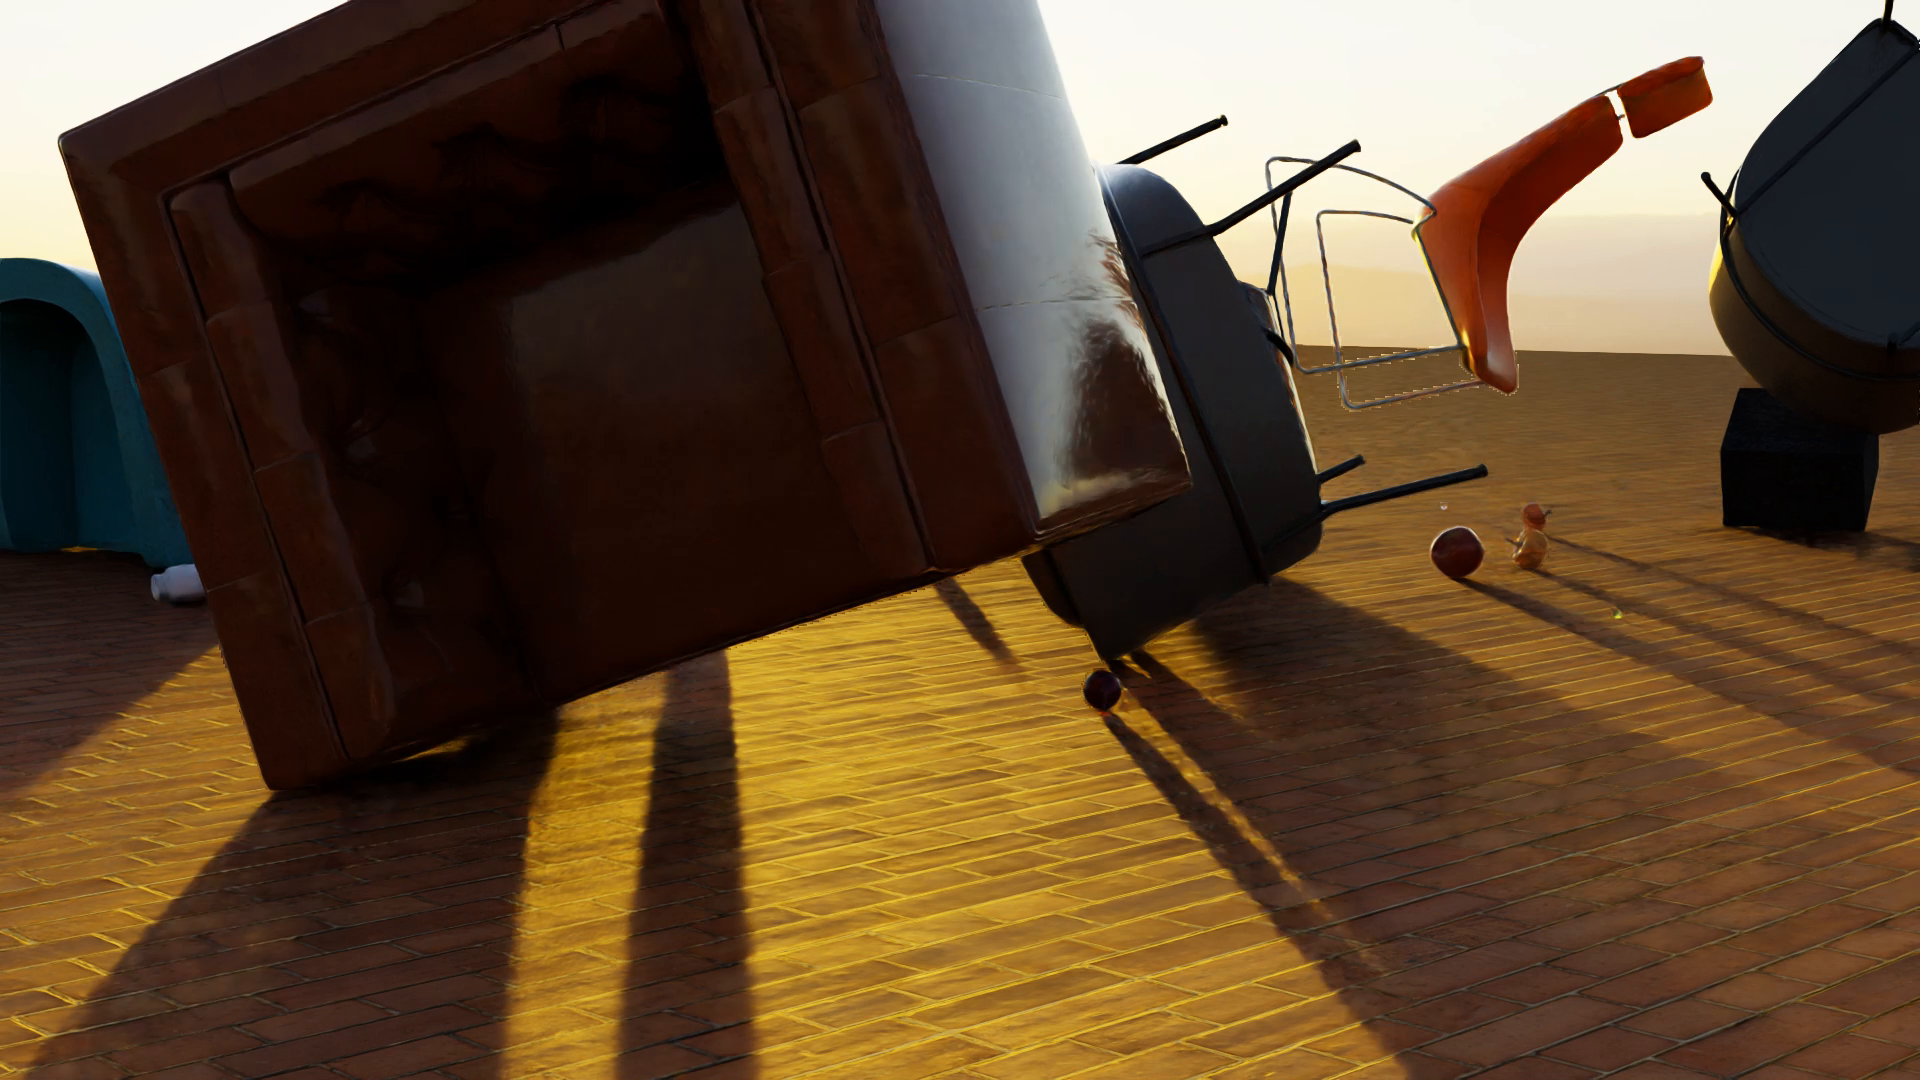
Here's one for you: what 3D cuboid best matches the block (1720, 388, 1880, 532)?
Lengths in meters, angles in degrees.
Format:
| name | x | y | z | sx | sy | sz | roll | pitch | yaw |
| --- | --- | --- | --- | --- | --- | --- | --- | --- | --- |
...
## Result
| name | x | y | z | sx | sy | sz | roll | pitch | yaw |
| --- | --- | --- | --- | --- | --- | --- | --- | --- | --- |
| block | 2.215 | -0.216 | 6.759 | 0.353 | 0.231 | 0.334 | 3 | 33 | 25 |

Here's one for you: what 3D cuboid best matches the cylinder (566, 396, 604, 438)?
| name | x | y | z | sx | sy | sz | roll | pitch | yaw |
| --- | --- | --- | --- | --- | --- | --- | --- | --- | --- |
| cylinder | -1.122 | -0.369 | 7.673 | 0.061 | 0.116 | 0.062 | -34 | -8 | 9 |

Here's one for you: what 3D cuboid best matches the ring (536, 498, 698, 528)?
| name | x | y | z | sx | sy | sz | roll | pitch | yaw |
| --- | --- | --- | --- | --- | --- | --- | --- | --- | --- |
| ring | -0.909 | -0.072 | 6.799 | 0.470 | 0.065 | 0.223 | 3 | 7 | 20 |

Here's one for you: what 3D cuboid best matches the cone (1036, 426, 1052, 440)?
| name | x | y | z | sx | sy | sz | roll | pitch | yaw |
| --- | --- | --- | --- | --- | --- | --- | --- | --- | --- |
| cone | 0.252 | -0.311 | 7.592 | 0.049 | 0.049 | 0.034 | 16 | 5 | 16 |

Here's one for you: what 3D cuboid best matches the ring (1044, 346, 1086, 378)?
| name | x | y | z | sx | sy | sz | roll | pitch | yaw |
| --- | --- | --- | --- | --- | --- | --- | --- | --- | --- |
| ring | 0.332 | -0.561 | 8.079 | 0.196 | 0.112 | 0.049 | -2 | 47 | -54 |

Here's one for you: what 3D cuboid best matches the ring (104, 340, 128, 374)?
| name | x | y | z | sx | sy | sz | roll | pitch | yaw |
| --- | --- | --- | --- | --- | --- | --- | --- | --- | --- |
| ring | -2.136 | -0.464 | 6.492 | 0.045 | 0.089 | 0.221 | -14 | 10 | -14 |

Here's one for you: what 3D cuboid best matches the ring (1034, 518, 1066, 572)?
| name | x | y | z | sx | sy | sz | roll | pitch | yaw |
| --- | --- | --- | --- | --- | --- | --- | --- | --- | --- |
| ring | 0.202 | 0.011 | 5.715 | 0.039 | 0.128 | 0.148 | 23 | 16 | -5 |

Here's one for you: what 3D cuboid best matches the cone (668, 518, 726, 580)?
| name | x | y | z | sx | sy | sz | roll | pitch | yaw |
| --- | --- | --- | --- | --- | --- | --- | --- | --- | --- |
| cone | -0.540 | 0.004 | 5.570 | 0.179 | 0.143 | 0.090 | -8 | 17 | 44 |
